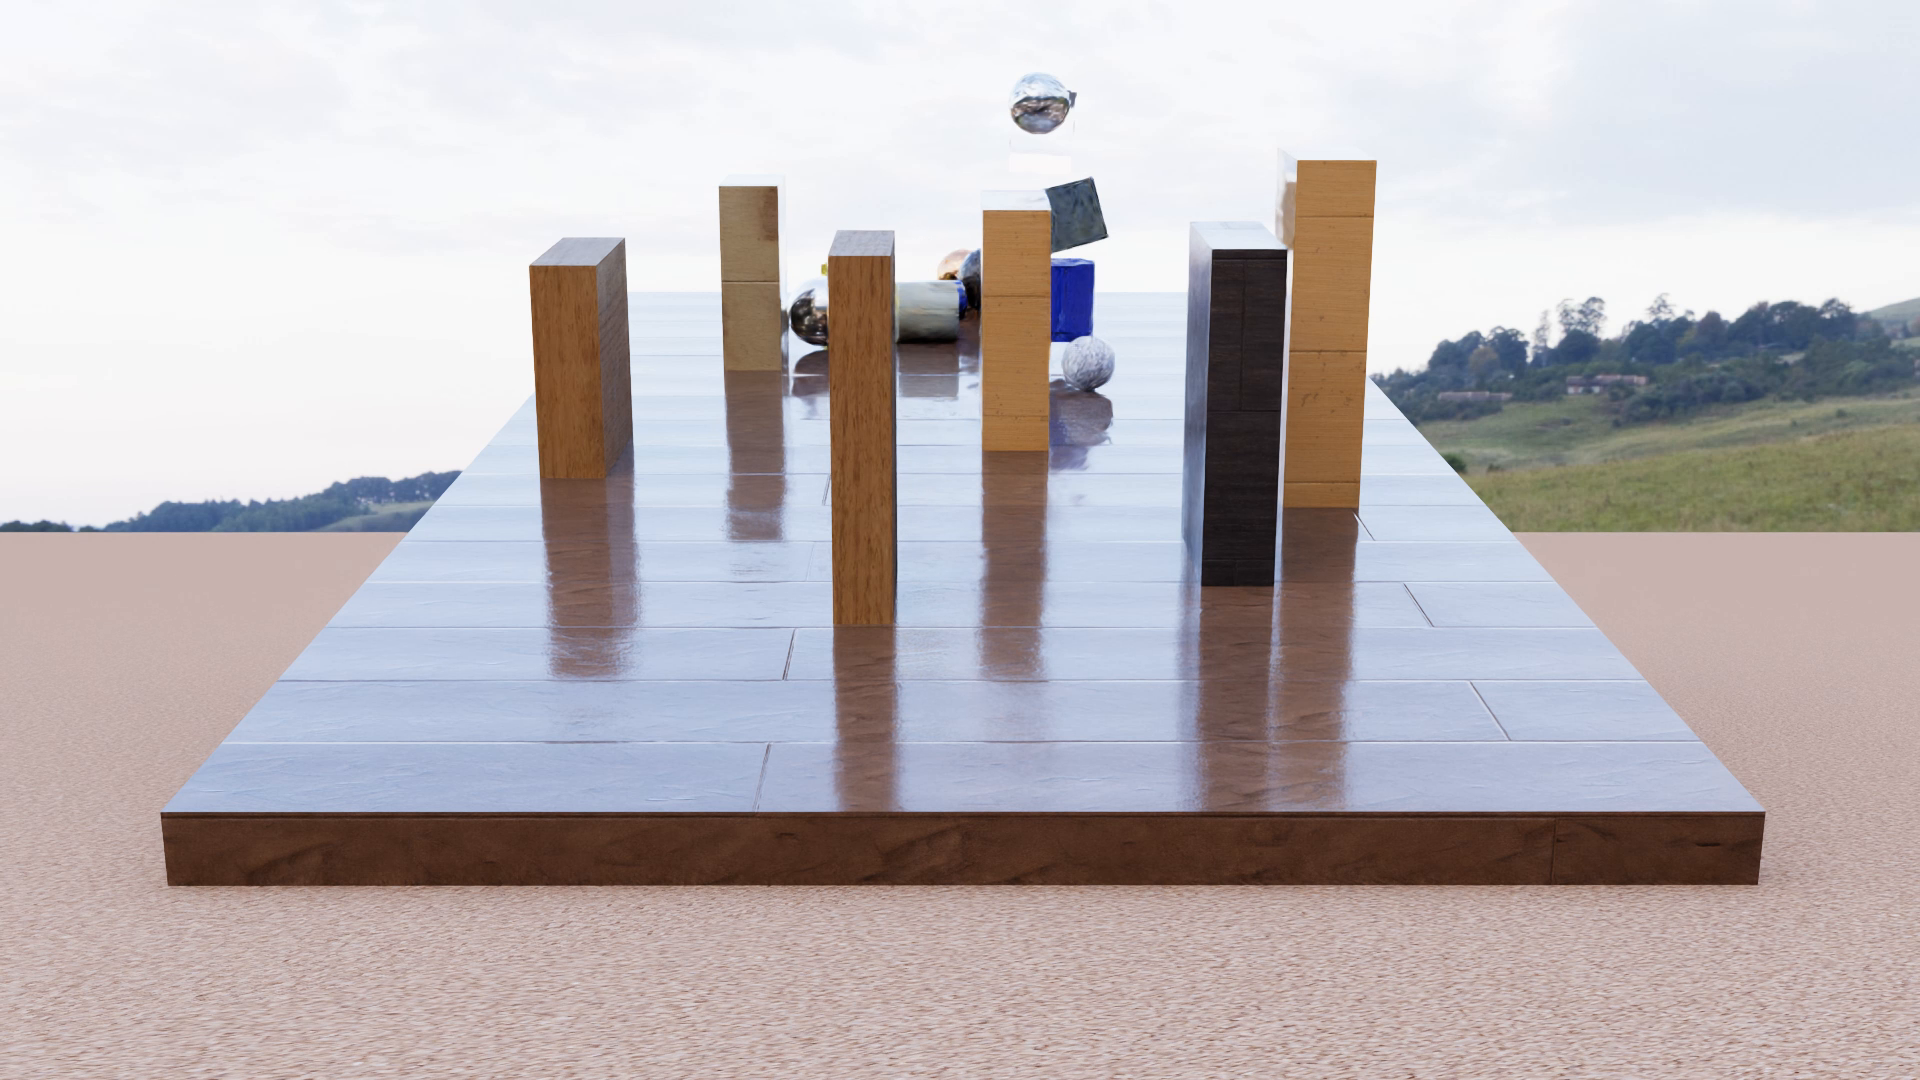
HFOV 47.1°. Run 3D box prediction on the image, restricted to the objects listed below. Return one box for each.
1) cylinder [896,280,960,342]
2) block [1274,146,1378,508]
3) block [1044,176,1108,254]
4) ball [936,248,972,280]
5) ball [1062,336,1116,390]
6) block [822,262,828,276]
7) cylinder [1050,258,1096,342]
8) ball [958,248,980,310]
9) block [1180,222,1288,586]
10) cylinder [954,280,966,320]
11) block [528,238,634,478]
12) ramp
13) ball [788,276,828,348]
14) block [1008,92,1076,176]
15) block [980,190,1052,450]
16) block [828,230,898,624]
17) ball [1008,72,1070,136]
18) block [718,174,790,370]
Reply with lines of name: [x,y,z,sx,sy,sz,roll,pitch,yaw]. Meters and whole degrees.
cylinder: [-0.093,-0.604,5.804,0.158,0.158,0.158,-3,1,-9]
block: [0.683,-0.409,4.200,0.145,0.652,0.245,0,16,0]
block: [0.276,-0.870,5.962,0.170,0.170,0.170,-17,6,-15]
ball: [0.010,-0.766,6.388,0.156,0.156,0.156,0,0,0]
ball: [0.304,-0.419,5.203,0.129,0.129,0.129,0,0,0]
block: [-0.296,-0.713,6.222,0.142,0.142,0.142,7,17,22]
cylinder: [0.242,-0.600,5.491,0.188,0.188,0.188,1,13,0]
ball: [0.085,-0.733,6.194,0.185,0.185,0.185,0,0,0]
block: [0.463,-0.240,3.760,0.122,0.564,0.338,0,16,0]
cylinder: [-0.049,-0.664,6.115,0.107,0.107,0.107,-5,2,-18]
block: [-0.772,-0.382,4.518,0.131,0.425,0.396,0,16,0]
ramp: [-0.002,-0.154,4.682,2.000,0.100,4.000,0,16,0]
ball: [-0.357,-0.591,5.698,0.183,0.183,0.183,0,0,0]
block: [0.235,-1.166,6.292,0.179,0.179,0.179,4,-13,1]
block: [0.116,-0.477,4.716,0.141,0.503,0.354,0,16,0]
block: [-0.153,-0.187,3.536,0.095,0.582,0.288,0,16,0]
ball: [0.215,-1.188,5.992,0.170,0.170,0.170,0,0,0]
block: [-0.512,-0.671,5.500,0.144,0.453,0.254,0,16,0]
